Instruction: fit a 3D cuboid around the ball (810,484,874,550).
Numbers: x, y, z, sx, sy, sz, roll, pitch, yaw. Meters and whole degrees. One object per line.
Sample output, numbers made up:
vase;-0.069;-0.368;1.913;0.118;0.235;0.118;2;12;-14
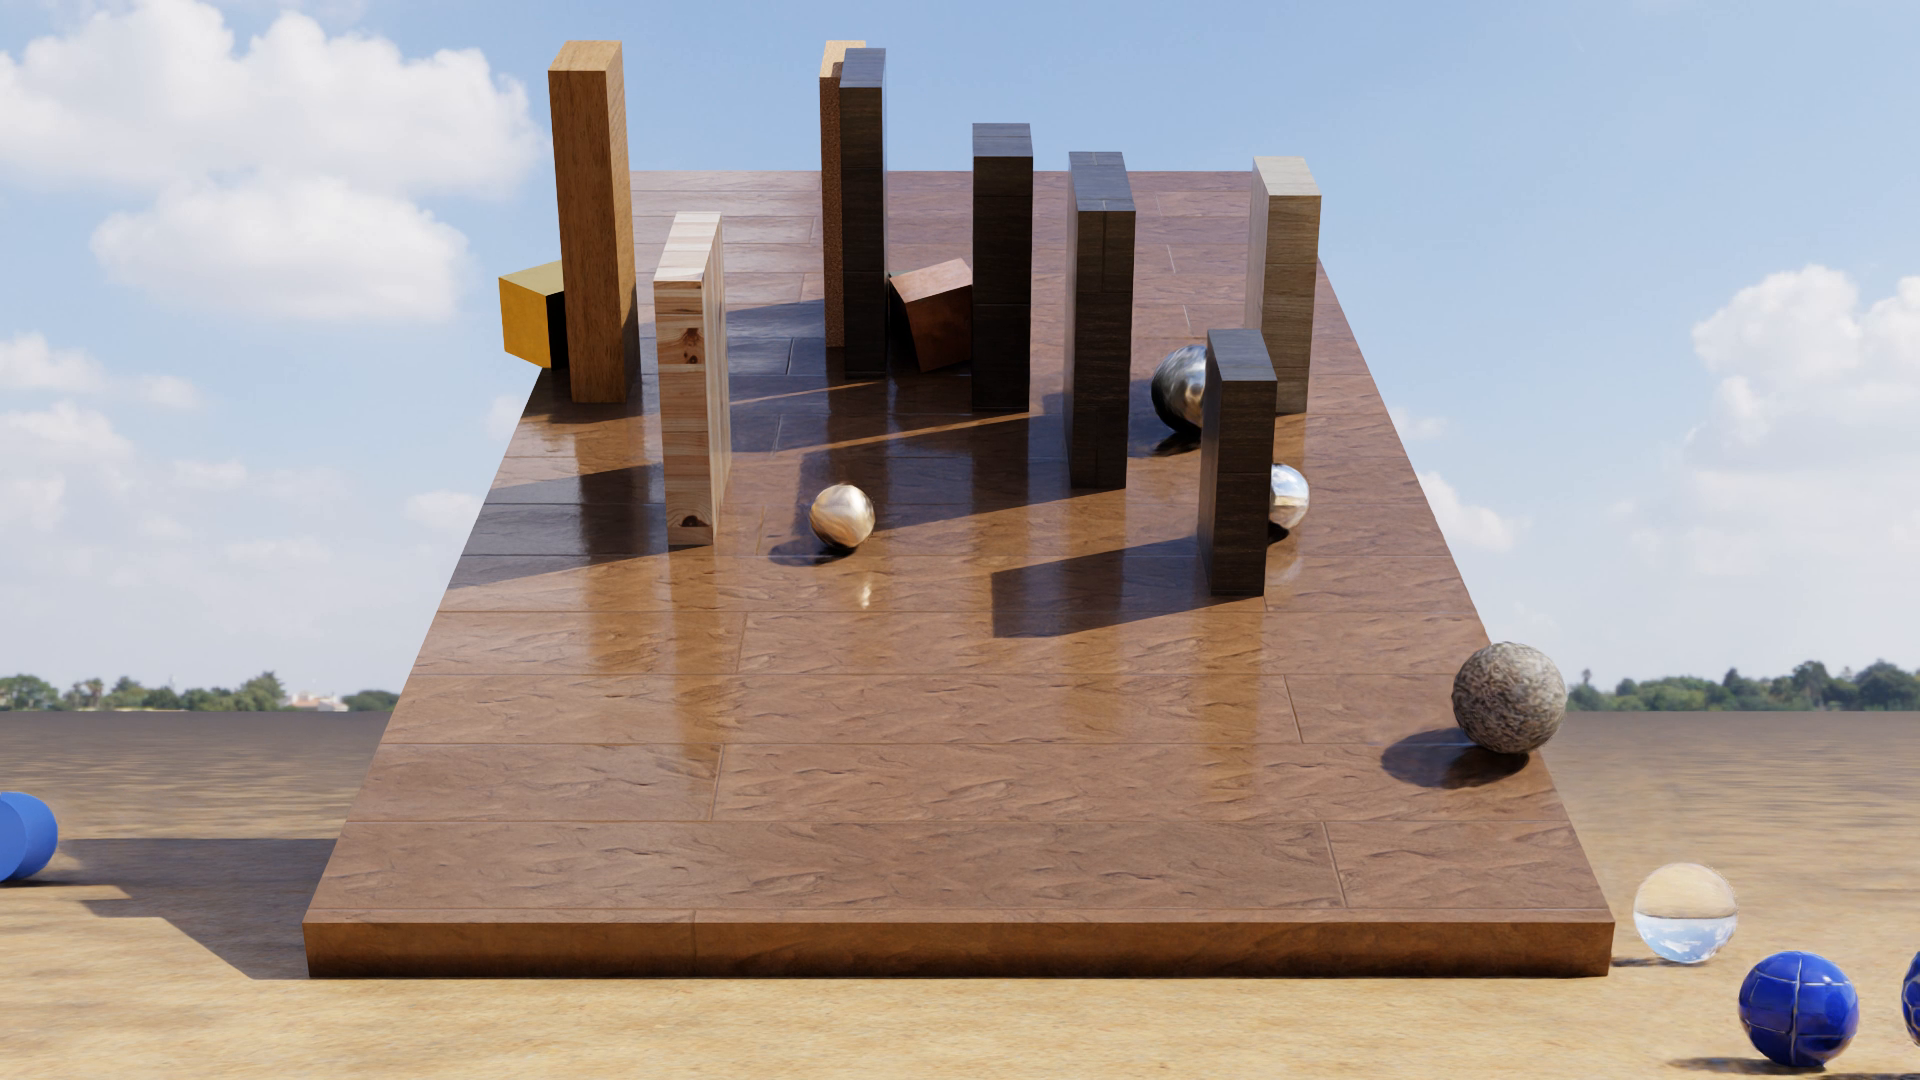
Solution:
ball;-0.238;-0.047;4.746;0.131;0.131;0.131;0;-4;0

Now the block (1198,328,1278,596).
block;0.540;-0.154;4.603;0.104;0.450;0.277;0;25;0

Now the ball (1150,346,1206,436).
ball;0.531;-0.336;5.275;0.204;0.204;0.204;0;-4;0

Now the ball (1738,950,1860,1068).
ball;0.969;0.542;2.713;0.134;0.134;0.134;0;-4;0

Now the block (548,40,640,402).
block;-0.841;-0.734;5.430;0.127;0.783;0.278;0;25;0

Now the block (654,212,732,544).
block;-0.548;-0.341;4.857;0.093;0.565;0.444;0;25;0

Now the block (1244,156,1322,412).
block;0.743;-0.596;5.457;0.116;0.519;0.309;0;25;0

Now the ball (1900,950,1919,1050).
ball;1.127;0.510;2.571;0.179;0.179;0.179;0;-4;0

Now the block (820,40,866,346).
block;-0.284;-0.862;5.829;0.097;0.675;0.365;0;25;0

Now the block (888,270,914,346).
block;-0.092;-0.582;5.858;0.146;0.146;0.146;-5;26;-11

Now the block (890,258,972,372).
block;-0.045;-0.547;5.697;0.185;0.185;0.185;-17;28;-7

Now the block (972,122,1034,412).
block;0.094;-0.629;5.420;0.132;0.607;0.275;0;25;0

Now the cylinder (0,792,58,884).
cylinder;-2.261;0.702;5.514;0.208;0.208;0.208;0;-4;-2

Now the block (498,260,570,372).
block;-0.984;-0.551;5.733;0.192;0.192;0.192;23;34;39

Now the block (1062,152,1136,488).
block;0.297;-0.483;5.099;0.117;0.618;0.433;0;25;0

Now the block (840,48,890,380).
block;-0.226;-0.784;5.628;0.097;0.708;0.374;0;25;0

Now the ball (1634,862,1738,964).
ball;1.178;0.605;3.810;0.162;0.162;0.162;0;-4;0

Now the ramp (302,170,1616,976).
ramp;-0.009;-0.229;5.401;2.000;0.100;4.000;0;25;0

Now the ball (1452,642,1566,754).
ball;0.939;0.270;4.012;0.191;0.191;0.191;0;-4;0

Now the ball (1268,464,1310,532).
ball;0.651;-0.088;4.827;0.139;0.139;0.139;0;-4;0
